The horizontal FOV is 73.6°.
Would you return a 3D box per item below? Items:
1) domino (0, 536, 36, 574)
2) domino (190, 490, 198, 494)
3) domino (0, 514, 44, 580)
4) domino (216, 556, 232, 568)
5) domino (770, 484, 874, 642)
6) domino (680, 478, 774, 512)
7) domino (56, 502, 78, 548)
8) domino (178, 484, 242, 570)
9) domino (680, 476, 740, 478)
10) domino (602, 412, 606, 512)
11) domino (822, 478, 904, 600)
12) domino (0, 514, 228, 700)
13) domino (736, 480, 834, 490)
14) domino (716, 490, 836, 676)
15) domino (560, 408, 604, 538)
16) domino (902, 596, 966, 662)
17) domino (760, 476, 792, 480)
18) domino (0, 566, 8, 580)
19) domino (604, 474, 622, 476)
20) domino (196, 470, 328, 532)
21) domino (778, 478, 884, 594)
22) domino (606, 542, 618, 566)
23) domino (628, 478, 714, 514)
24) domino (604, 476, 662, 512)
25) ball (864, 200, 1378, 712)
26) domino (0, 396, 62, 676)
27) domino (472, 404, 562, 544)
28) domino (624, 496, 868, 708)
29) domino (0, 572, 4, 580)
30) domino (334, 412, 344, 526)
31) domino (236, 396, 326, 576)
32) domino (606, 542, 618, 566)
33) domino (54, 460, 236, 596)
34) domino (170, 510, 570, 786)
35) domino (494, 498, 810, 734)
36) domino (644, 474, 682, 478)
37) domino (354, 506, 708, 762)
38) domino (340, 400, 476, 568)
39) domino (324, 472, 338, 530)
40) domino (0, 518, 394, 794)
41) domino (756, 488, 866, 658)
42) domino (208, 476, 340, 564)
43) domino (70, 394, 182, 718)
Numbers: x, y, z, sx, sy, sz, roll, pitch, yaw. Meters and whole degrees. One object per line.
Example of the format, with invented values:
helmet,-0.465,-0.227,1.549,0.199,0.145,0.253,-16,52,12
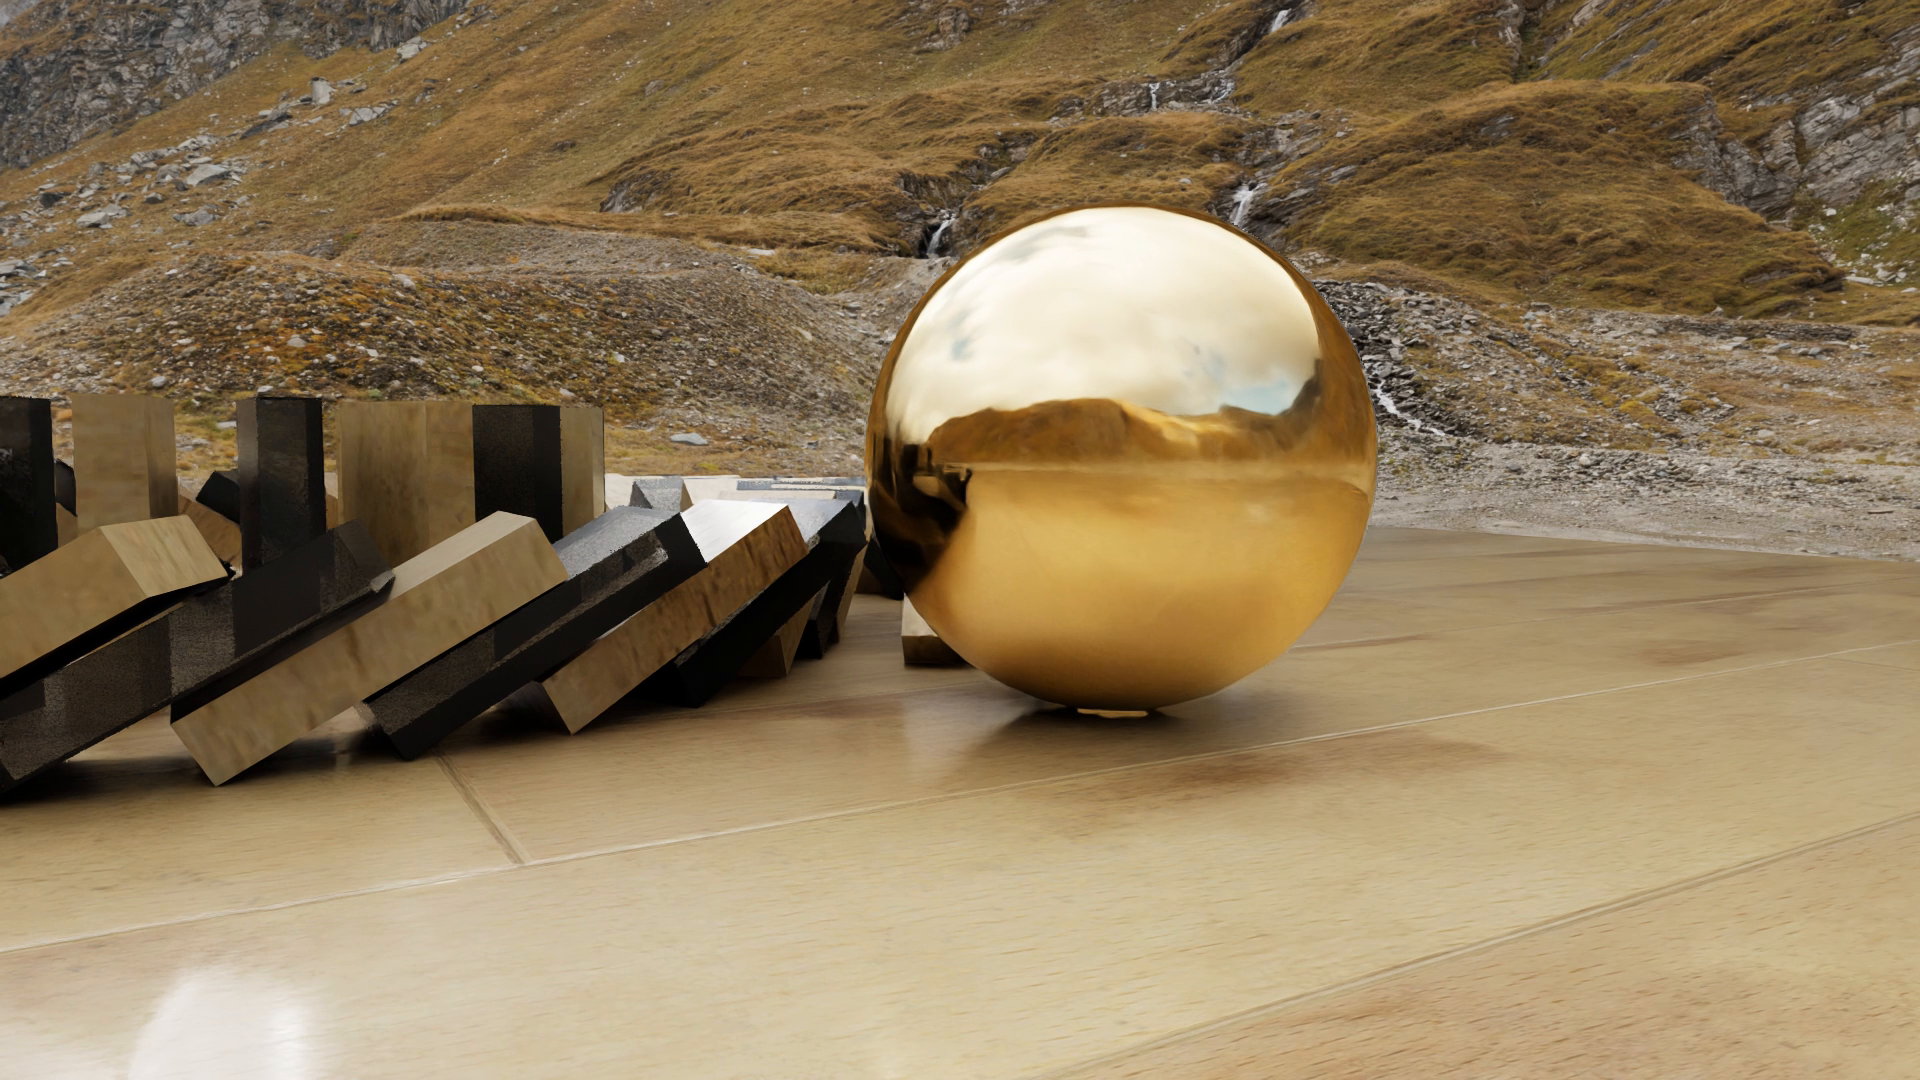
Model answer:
domino,-0.276,0.000,0.358,0.025,0.009,0.050,3,-22,38
domino,-0.233,-0.004,0.408,0.050,0.009,0.025,29,-7,-21
domino,-0.241,-0.003,0.309,0.025,0.050,0.009,2,45,28
domino,-0.251,-0.003,0.394,0.050,0.009,0.025,32,-14,-31
domino,-0.036,0.004,0.294,0.025,0.009,0.050,1,33,6
domino,-0.055,0.001,0.335,0.025,0.009,0.050,-2,34,-25
domino,-0.233,-0.003,0.326,0.025,0.009,0.050,3,-38,35
domino,-0.210,-0.003,0.361,0.050,0.009,0.025,36,-11,-23
domino,-0.067,-0.004,0.413,0.050,0.009,0.025,37,25,31
domino,-0.095,-0.005,0.296,0.025,0.050,0.010,-2,5,-28
domino,-0.019,-0.001,0.372,0.025,0.010,0.050,-3,34,-35
domino,-0.120,0.014,0.156,0.050,0.009,0.025,-31,9,-7
domino,-0.043,0.002,0.316,0.025,0.009,0.050,0,34,-8
domino,-0.041,0.007,0.255,0.025,0.010,0.050,1,33,8
domino,-0.090,-0.003,0.275,0.025,0.050,0.009,0,4,-2
domino,0.002,0.001,0.261,0.025,0.050,0.009,0,-37,3
domino,-0.050,-0.003,0.401,0.025,0.010,0.050,-5,34,-46
domino,-0.285,0.001,0.338,0.025,0.009,0.050,2,-23,30
domino,-0.107,-0.006,0.431,0.050,0.010,0.025,32,16,20
domino,-0.191,-0.003,0.373,0.050,0.010,0.025,33,-3,-12
domino,-0.033,-0.002,0.387,0.025,0.009,0.050,-4,34,-40
domino,-0.106,-0.003,0.376,0.050,0.009,0.025,37,22,27
domino,-0.070,0.000,0.352,0.025,0.009,0.050,-3,34,-35
domino,-0.086,-0.001,0.366,0.025,0.009,0.050,-4,35,-43
ball,0.025,-0.013,0.205,0.080,0.080,0.080,0,4,0
domino,-0.155,0.002,0.203,0.010,0.050,0.025,0,4,-5
domino,-0.092,-0.002,0.254,0.025,0.050,0.009,1,4,14
domino,-0.041,0.009,0.229,0.025,0.009,0.050,3,34,35
domino,-0.142,0.015,0.149,0.050,0.010,0.025,-28,1,9
domino,-0.148,-0.007,0.326,0.009,0.050,0.025,0,4,-4
domino,-0.116,0.001,0.219,0.009,0.050,0.025,-3,5,-36
domino,-0.125,-0.003,0.384,0.050,0.010,0.025,35,17,20
domino,-0.223,-0.003,0.344,0.025,0.010,0.050,4,-32,46
domino,-0.082,0.013,0.179,0.050,0.009,0.025,-34,20,-24
domino,-0.051,0.011,0.209,0.025,0.010,0.050,5,35,45
domino,-0.087,-0.005,0.424,0.050,0.009,0.025,34,20,26
domino,-0.065,0.012,0.192,0.050,0.009,0.025,-36,23,-28
domino,-0.101,0.000,0.234,0.025,0.050,0.009,3,5,32
domino,-0.171,-0.003,0.379,0.050,0.009,0.025,31,2,-5
domino,-0.100,0.014,0.165,0.050,0.009,0.025,-31,13,-14
domino,-0.037,0.006,0.274,0.025,0.009,0.050,2,33,7
domino,-0.214,-0.005,0.417,0.050,0.009,0.025,28,-4,-17
domino,-0.134,0.002,0.208,0.010,0.050,0.025,-2,5,-23
